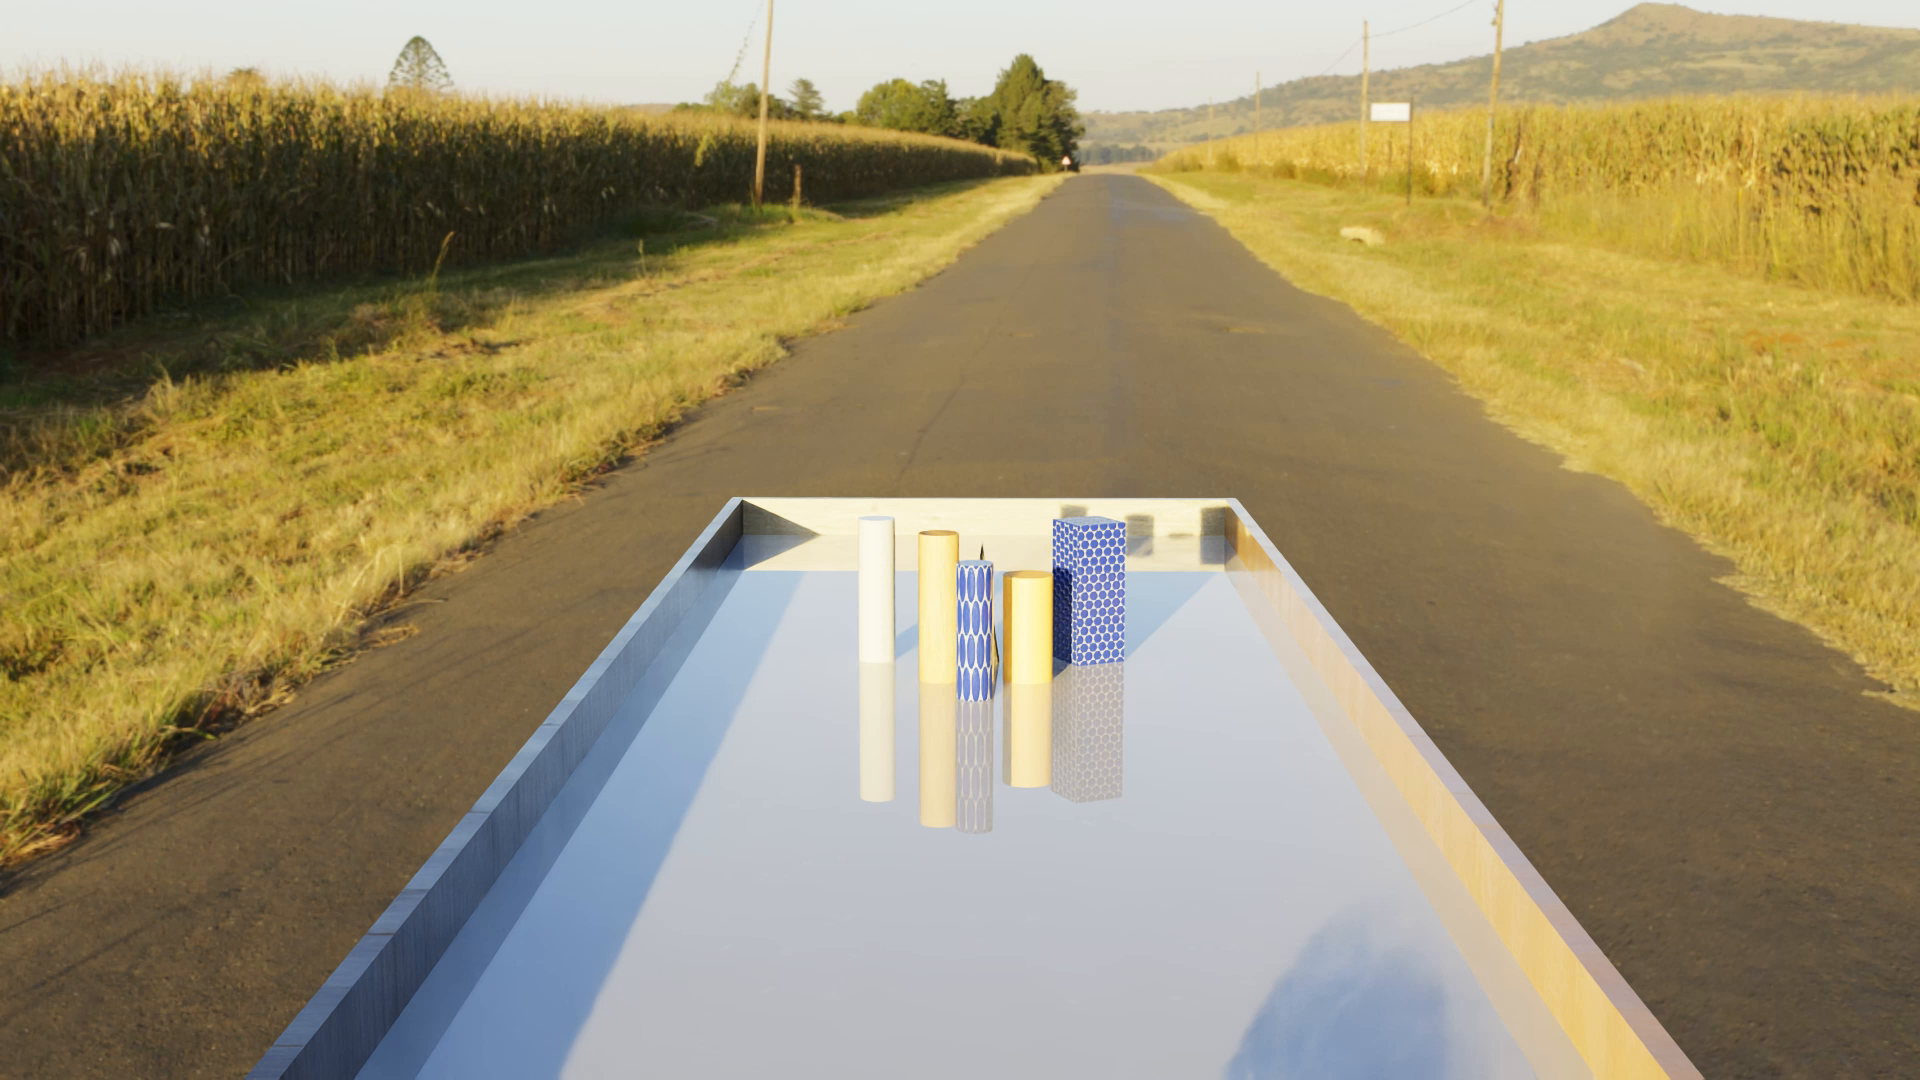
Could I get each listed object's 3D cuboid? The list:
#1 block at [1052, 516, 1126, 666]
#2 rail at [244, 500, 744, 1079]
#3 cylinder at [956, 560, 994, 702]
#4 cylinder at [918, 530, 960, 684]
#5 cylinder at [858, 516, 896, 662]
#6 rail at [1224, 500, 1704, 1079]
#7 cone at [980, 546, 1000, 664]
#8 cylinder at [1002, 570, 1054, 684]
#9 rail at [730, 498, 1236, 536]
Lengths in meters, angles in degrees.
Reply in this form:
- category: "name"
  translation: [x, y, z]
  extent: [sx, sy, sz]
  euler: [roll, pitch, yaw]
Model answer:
- category: "block"
  translation: [0.390, 0.152, 6.689]
  extent: [0.162, 0.426, 0.162]
  euler: [-4, 10, -26]
- category: "rail"
  translation: [-1.004, 0.839, 3.234]
  extent: [0.050, 0.150, 12.000]
  euler: [0, 9, 1]
- category: "cylinder"
  translation: [0.041, 0.254, 6.181]
  extent: [0.107, 0.384, 0.107]
  euler: [0, 9, 0]
- category: "cylinder"
  translation: [-0.062, 0.193, 6.407]
  extent: [0.119, 0.433, 0.119]
  euler: [0, 9, 0]
- category: "cylinder"
  translation: [-0.252, 0.149, 6.684]
  extent: [0.113, 0.434, 0.113]
  euler: [0, 9, 0]
- category: "rail"
  translation: [1.046, 0.843, 3.208]
  extent: [0.050, 0.150, 12.000]
  euler: [0, 9, 1]
- category: "cone"
  translation: [0.067, 0.184, 6.653]
  extent: [0.106, 0.373, 0.106]
  euler: [0, 9, 0]
- category: "cylinder"
  translation: [0.198, 0.253, 6.424]
  extent: [0.147, 0.310, 0.147]
  euler: [0, 9, 0]
- category: "rail"
  translation: [0.099, -0.098, 9.147]
  extent: [2.100, 0.150, 0.050]
  euler: [0, 9, 1]
